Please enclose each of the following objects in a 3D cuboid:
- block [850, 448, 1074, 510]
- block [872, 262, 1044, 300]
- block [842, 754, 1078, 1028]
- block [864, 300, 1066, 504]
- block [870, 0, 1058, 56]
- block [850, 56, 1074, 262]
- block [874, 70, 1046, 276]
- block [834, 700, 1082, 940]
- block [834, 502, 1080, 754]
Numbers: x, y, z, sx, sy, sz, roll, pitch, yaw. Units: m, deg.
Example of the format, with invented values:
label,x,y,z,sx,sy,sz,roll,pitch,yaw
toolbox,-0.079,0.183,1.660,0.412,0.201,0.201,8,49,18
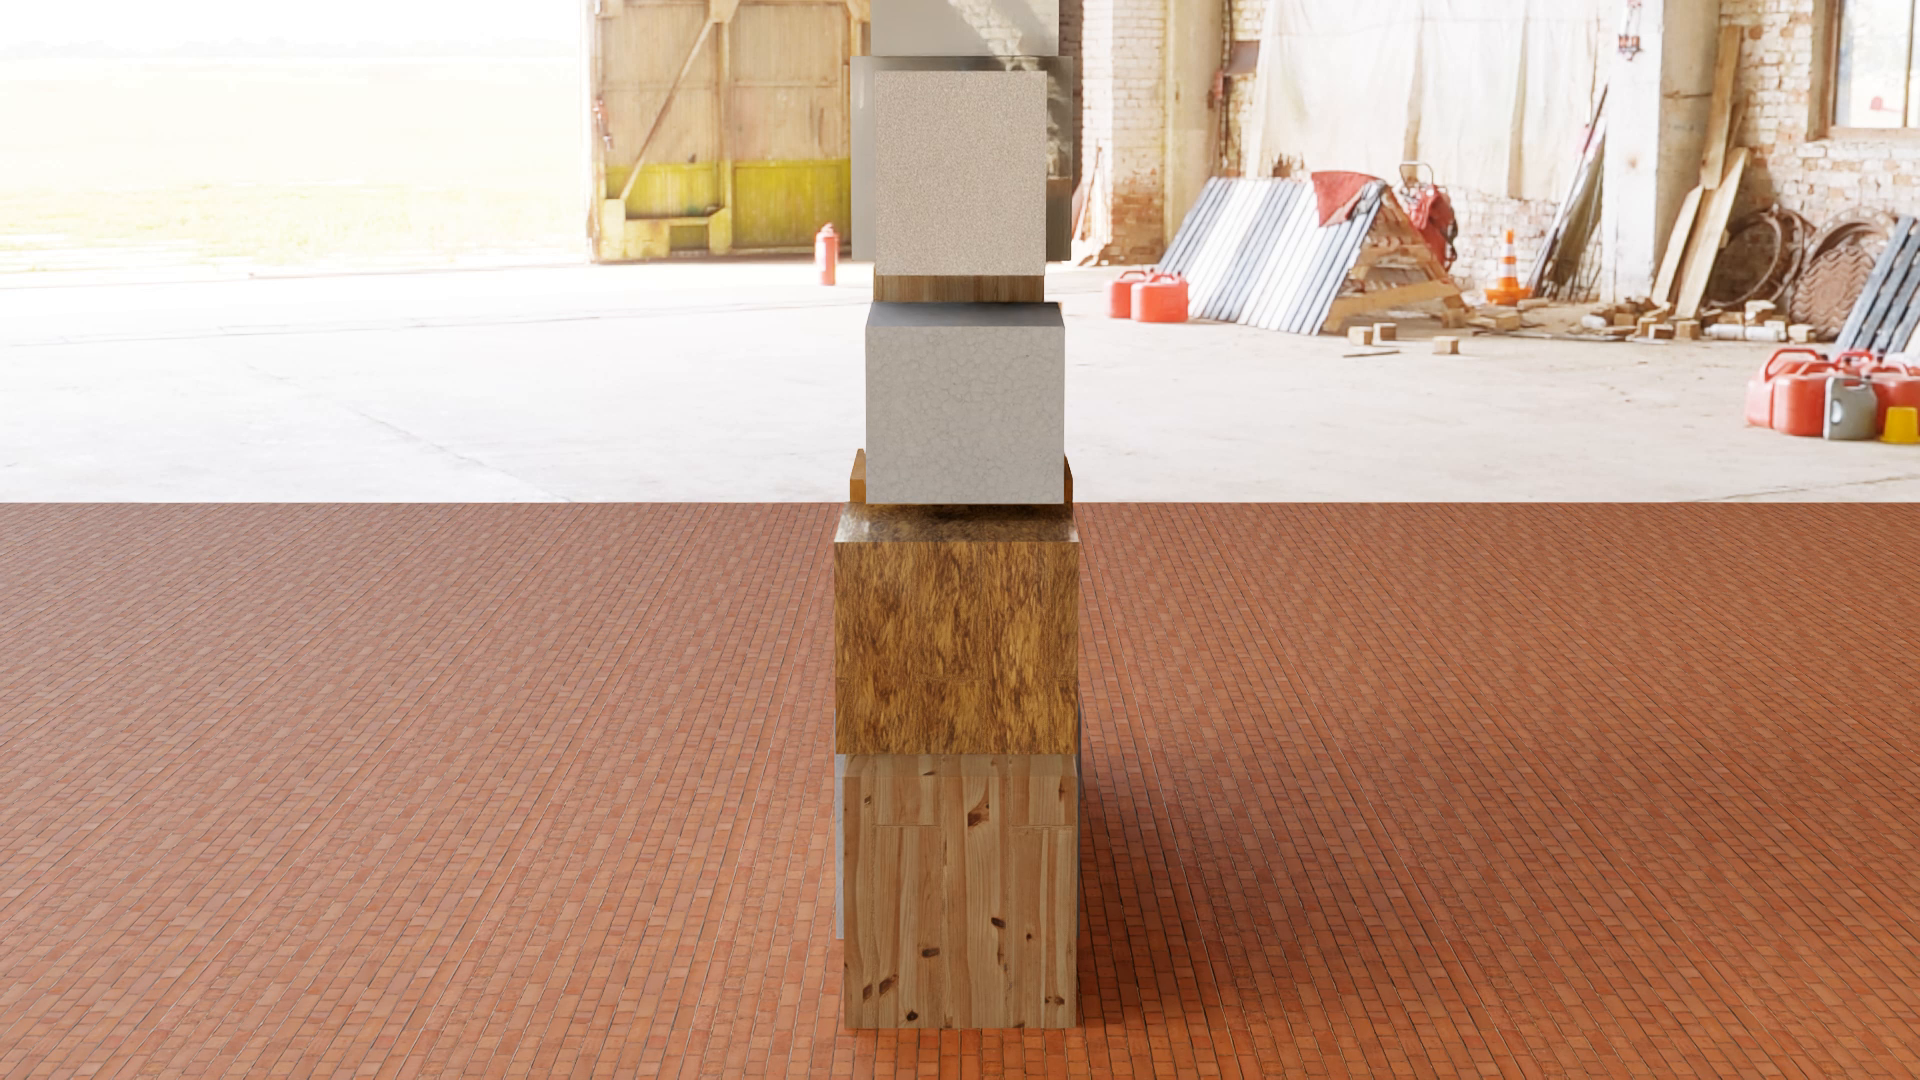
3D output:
label,x,y,z,sx,sy,sz,roll,pitch,yaw
block,0.005,0.126,10.961,0.911,0.919,0.880,0,10,0
block,-0.005,-0.780,11.030,0.709,0.839,0.721,0,10,0
block,0.000,1.254,9.960,0.862,0.969,0.990,0,10,0
block,0.020,-0.565,10.280,0.768,0.692,0.783,0,13,0
block,0.019,-2.343,10.754,0.762,0.618,0.794,0,10,0
block,0.007,-1.680,11.237,0.937,0.859,0.796,0,10,0
block,0.004,-1.514,10.490,0.675,0.801,0.703,0,11,0
block,-0.009,1.079,10.963,1.000,0.956,1.026,0,10,0
block,-0.013,0.326,10.074,0.913,0.816,0.918,0,10,0
